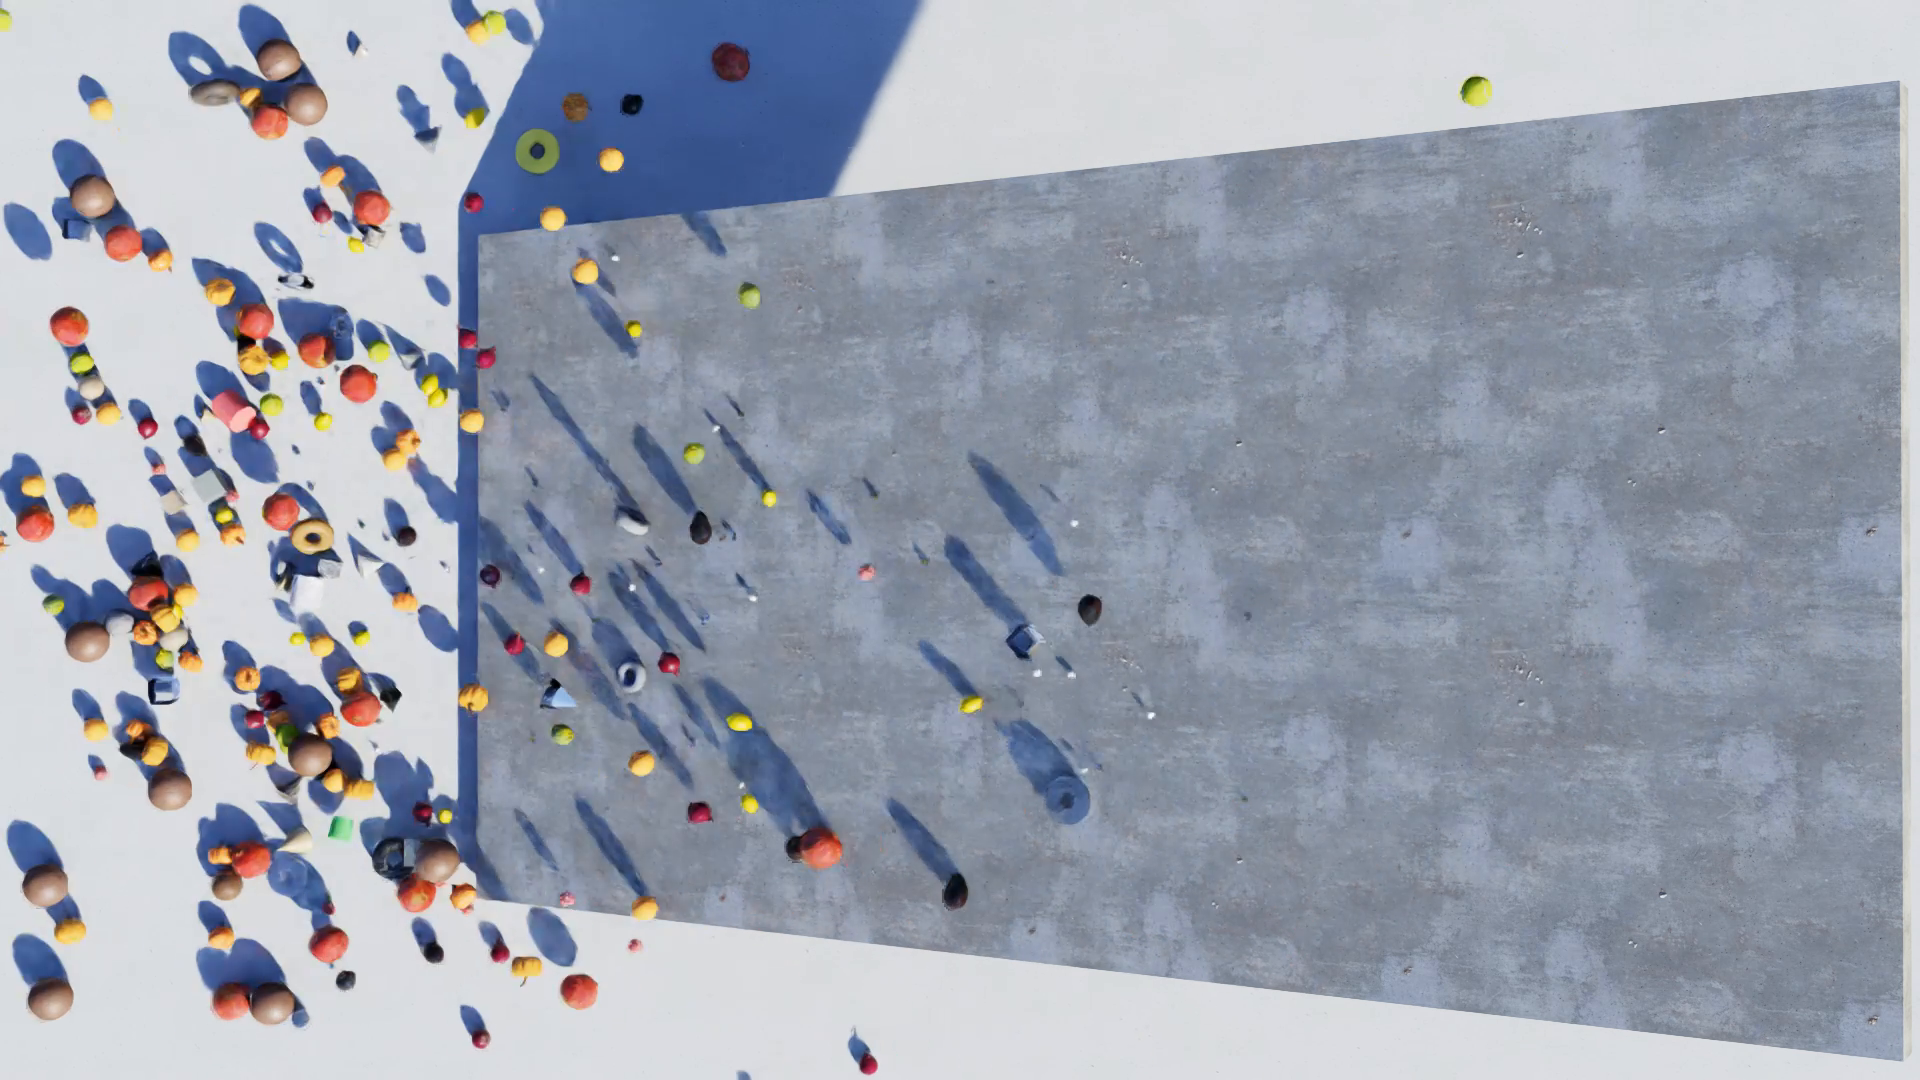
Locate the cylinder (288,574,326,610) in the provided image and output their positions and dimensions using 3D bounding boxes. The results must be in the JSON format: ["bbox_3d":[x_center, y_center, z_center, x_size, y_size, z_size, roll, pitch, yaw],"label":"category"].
[{"bbox_3d":[-1.979,0.155,6.665,0.094,0.094,0.094,9,90,0],"label":"cylinder"}]

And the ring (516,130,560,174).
[{"bbox_3d":[-1.288,-1.184,6.702,0.138,0.046,0.138,0,90,4],"label":"ring"}]

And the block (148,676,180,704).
[{"bbox_3d":[-2.408,0.455,6.652,0.068,0.068,0.068,-2,101,5],"label":"block"}]

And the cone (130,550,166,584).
[{"bbox_3d":[-2.449,0.102,6.691,0.098,0.098,0.098,-38,116,0],"label":"cone"}]

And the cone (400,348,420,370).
[{"bbox_3d":[-1.681,-0.554,6.665,0.067,0.067,0.067,-2,81,15],"label":"cone"}]

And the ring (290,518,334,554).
[{"bbox_3d":[-1.963,-0.010,6.667,0.130,0.043,0.130,-9,131,-10],"label":"ring"}]

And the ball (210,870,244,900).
[{"bbox_3d":[-2.219,1.044,6.658,0.096,0.096,0.096,0,89,0],"label":"ball"}]

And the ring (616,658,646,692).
[{"bbox_3d":[-0.939,0.385,6.278,0.103,0.034,0.103,0,91,33],"label":"ring"}]

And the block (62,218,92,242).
[{"bbox_3d":[-2.687,-0.941,6.692,0.060,0.060,0.060,6,89,0],"label":"block"}]

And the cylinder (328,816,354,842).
[{"bbox_3d":[-1.866,0.872,6.630,0.065,0.065,0.065,11,72,0],"label":"cylinder"}]

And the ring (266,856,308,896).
[{"bbox_3d":[-2.043,1.021,6.680,0.124,0.041,0.124,0,99,-2],"label":"ring"}]

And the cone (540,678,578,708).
[{"bbox_3d":[-1.131,0.456,6.273,0.097,0.097,0.097,22,90,4],"label":"cone"}]

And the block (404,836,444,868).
[{"bbox_3d":[-1.619,0.941,6.647,0.084,0.084,0.084,-2,89,40],"label":"block"}]

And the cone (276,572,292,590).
[{"bbox_3d":[-2.041,0.138,6.700,0.060,0.060,0.060,33,90,-26],"label":"cone"}]

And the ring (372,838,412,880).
[{"bbox_3d":[-1.718,0.967,6.674,0.131,0.044,0.131,-1,92,-19],"label":"ring"}]

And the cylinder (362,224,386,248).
[{"bbox_3d":[-1.783,-0.923,6.681,0.054,0.054,0.054,33,103,0],"label":"cylinder"}]

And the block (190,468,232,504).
[{"bbox_3d":[-2.273,-0.163,6.678,0.076,0.076,0.076,-32,90,0],"label":"block"}]

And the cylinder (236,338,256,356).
[{"bbox_3d":[-2.170,-0.587,6.681,0.053,0.053,0.053,-4,89,-25],"label":"cylinder"}]

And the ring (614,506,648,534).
[{"bbox_3d":[-0.930,-0.056,6.228,0.109,0.109,0.036,37,106,0],"label":"ring"}]

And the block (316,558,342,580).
[{"bbox_3d":[-1.917,0.088,6.686,0.054,0.054,0.054,11,90,0],"label":"block"}]

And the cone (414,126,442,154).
[{"bbox_3d":[-1.598,-1.230,6.672,0.083,0.083,0.083,-45,90,7],"label":"cone"}]

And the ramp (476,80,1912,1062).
[{"bbox_3d":[0.259,0.071,5.597,4.000,0.100,2.000,0,89,32],"label":"ramp"}]

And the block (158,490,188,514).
[{"bbox_3d":[-2.394,-0.114,6.689,0.053,0.053,0.053,-36,90,0],"label":"block"}]

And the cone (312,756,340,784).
[{"bbox_3d":[-1.933,0.701,6.666,0.082,0.082,0.082,0,88,0],"label":"cone"}]

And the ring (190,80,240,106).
[{"bbox_3d":[-2.253,-1.352,6.648,0.148,0.148,0.049,-9,86,0],"label":"ring"}]

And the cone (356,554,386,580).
[{"bbox_3d":[-1.787,0.076,6.696,0.078,0.078,0.078,-10,89,-27],"label":"cone"}]

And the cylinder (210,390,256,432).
[{"bbox_3d":[-2.200,-0.392,6.659,0.093,0.093,0.093,40,90,19],"label":"cylinder"}]

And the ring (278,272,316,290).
[{"bbox_3d":[-2.002,-0.780,6.635,0.111,0.111,0.037,9,83,0],"label":"ring"}]

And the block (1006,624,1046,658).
[{"bbox_3d":[0.165,0.255,5.560,0.061,0.061,0.061,-48,66,23],"label":"block"}]

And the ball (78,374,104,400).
[{"bbox_3d":[-2.639,-0.464,6.680,0.078,0.078,0.078,0,89,0],"label":"ball"}]

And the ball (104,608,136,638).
[{"bbox_3d":[-2.546,0.251,6.663,0.088,0.088,0.088,0,89,0],"label":"ball"}]

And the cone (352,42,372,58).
[{"bbox_3d":[-1.818,-1.487,6.716,0.052,0.052,0.052,24,89,-27],"label":"cone"}]

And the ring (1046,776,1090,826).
[{"bbox_3d":[0.271,0.652,5.501,0.126,0.042,0.126,-1,87,33],"label":"ring"}]

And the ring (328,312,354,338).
[{"bbox_3d":[-1.886,-0.654,6.707,0.080,0.027,0.080,0,90,-1],"label":"ring"}]

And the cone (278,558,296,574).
[{"bbox_3d":[-2.044,0.081,6.693,0.055,0.055,0.055,5,89,-14],"label":"cone"}]

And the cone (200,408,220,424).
[{"bbox_3d":[-2.284,-0.374,6.705,0.052,0.052,0.052,15,89,-25],"label":"cone"}]

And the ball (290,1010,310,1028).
[{"bbox_3d":[-2.003,1.455,6.674,0.055,0.055,0.055,0,89,0],"label":"ball"}]

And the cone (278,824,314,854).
[{"bbox_3d":[-2.023,0.920,6.639,0.096,0.096,0.096,10,108,32],"label":"cone"}]

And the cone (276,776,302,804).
[{"bbox_3d":[-2.026,0.750,6.689,0.079,0.079,0.079,32,64,0],"label":"cone"}]

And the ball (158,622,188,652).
[{"bbox_3d":[-2.384,0.293,6.662,0.090,0.090,0.090,0,89,0],"label":"ball"}]
